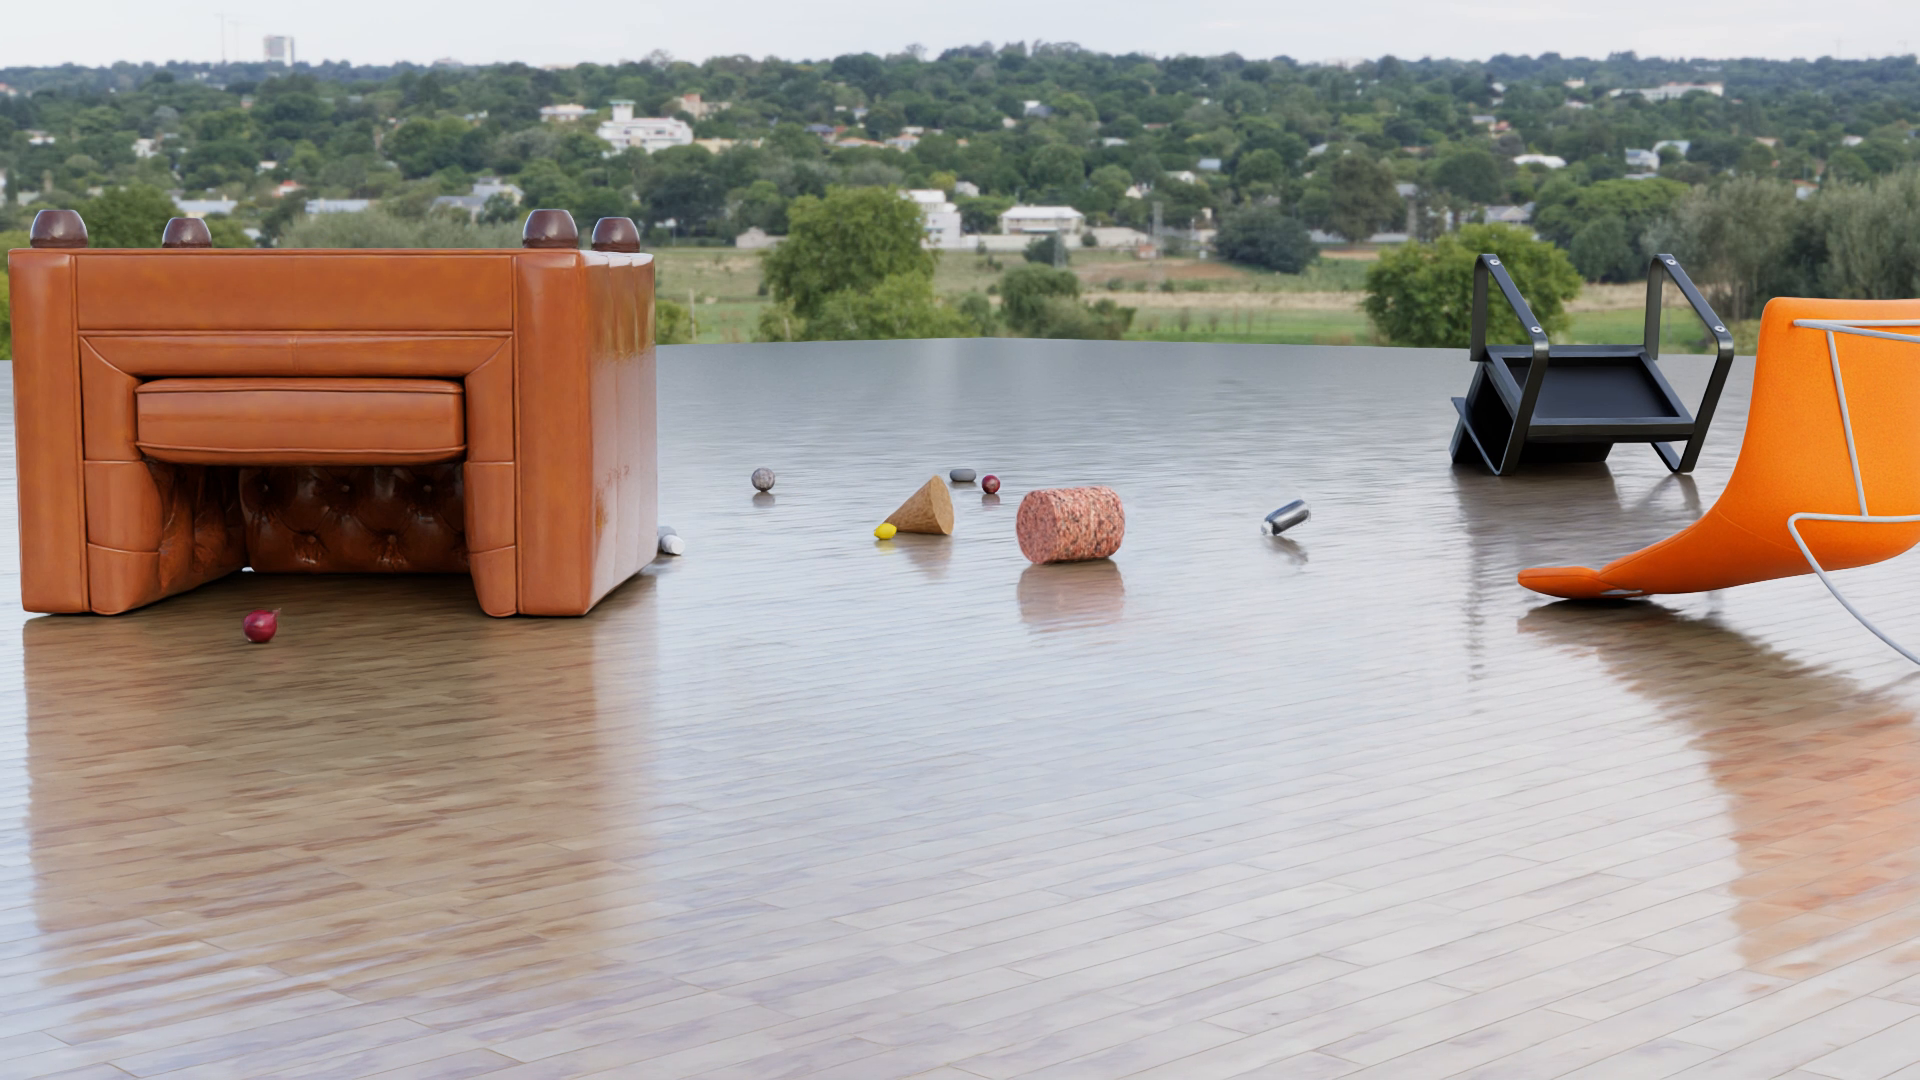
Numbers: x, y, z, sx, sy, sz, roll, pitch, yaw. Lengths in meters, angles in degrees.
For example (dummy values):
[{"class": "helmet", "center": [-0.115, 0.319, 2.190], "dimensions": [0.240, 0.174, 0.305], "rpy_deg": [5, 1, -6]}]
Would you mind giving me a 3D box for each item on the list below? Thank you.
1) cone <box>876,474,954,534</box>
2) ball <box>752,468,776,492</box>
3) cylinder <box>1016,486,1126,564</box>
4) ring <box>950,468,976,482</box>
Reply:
[{"class": "cone", "center": [-0.134, -0.058, 6.610], "dimensions": [0.211, 0.167, 0.108], "rpy_deg": [-21, -29, 26]}, {"class": "ball", "center": [-0.602, -0.186, 7.857], "dimensions": [0.074, 0.074, 0.074], "rpy_deg": [0, 6, 0]}, {"class": "cylinder", "center": [0.257, -0.035, 5.939], "dimensions": [0.218, 0.167, 0.136], "rpy_deg": [-5, 8, -42]}, {"class": "ring", "center": [0.009, -0.208, 8.259], "dimensions": [0.083, 0.037, 0.107], "rpy_deg": [-4, 6, -24]}]
